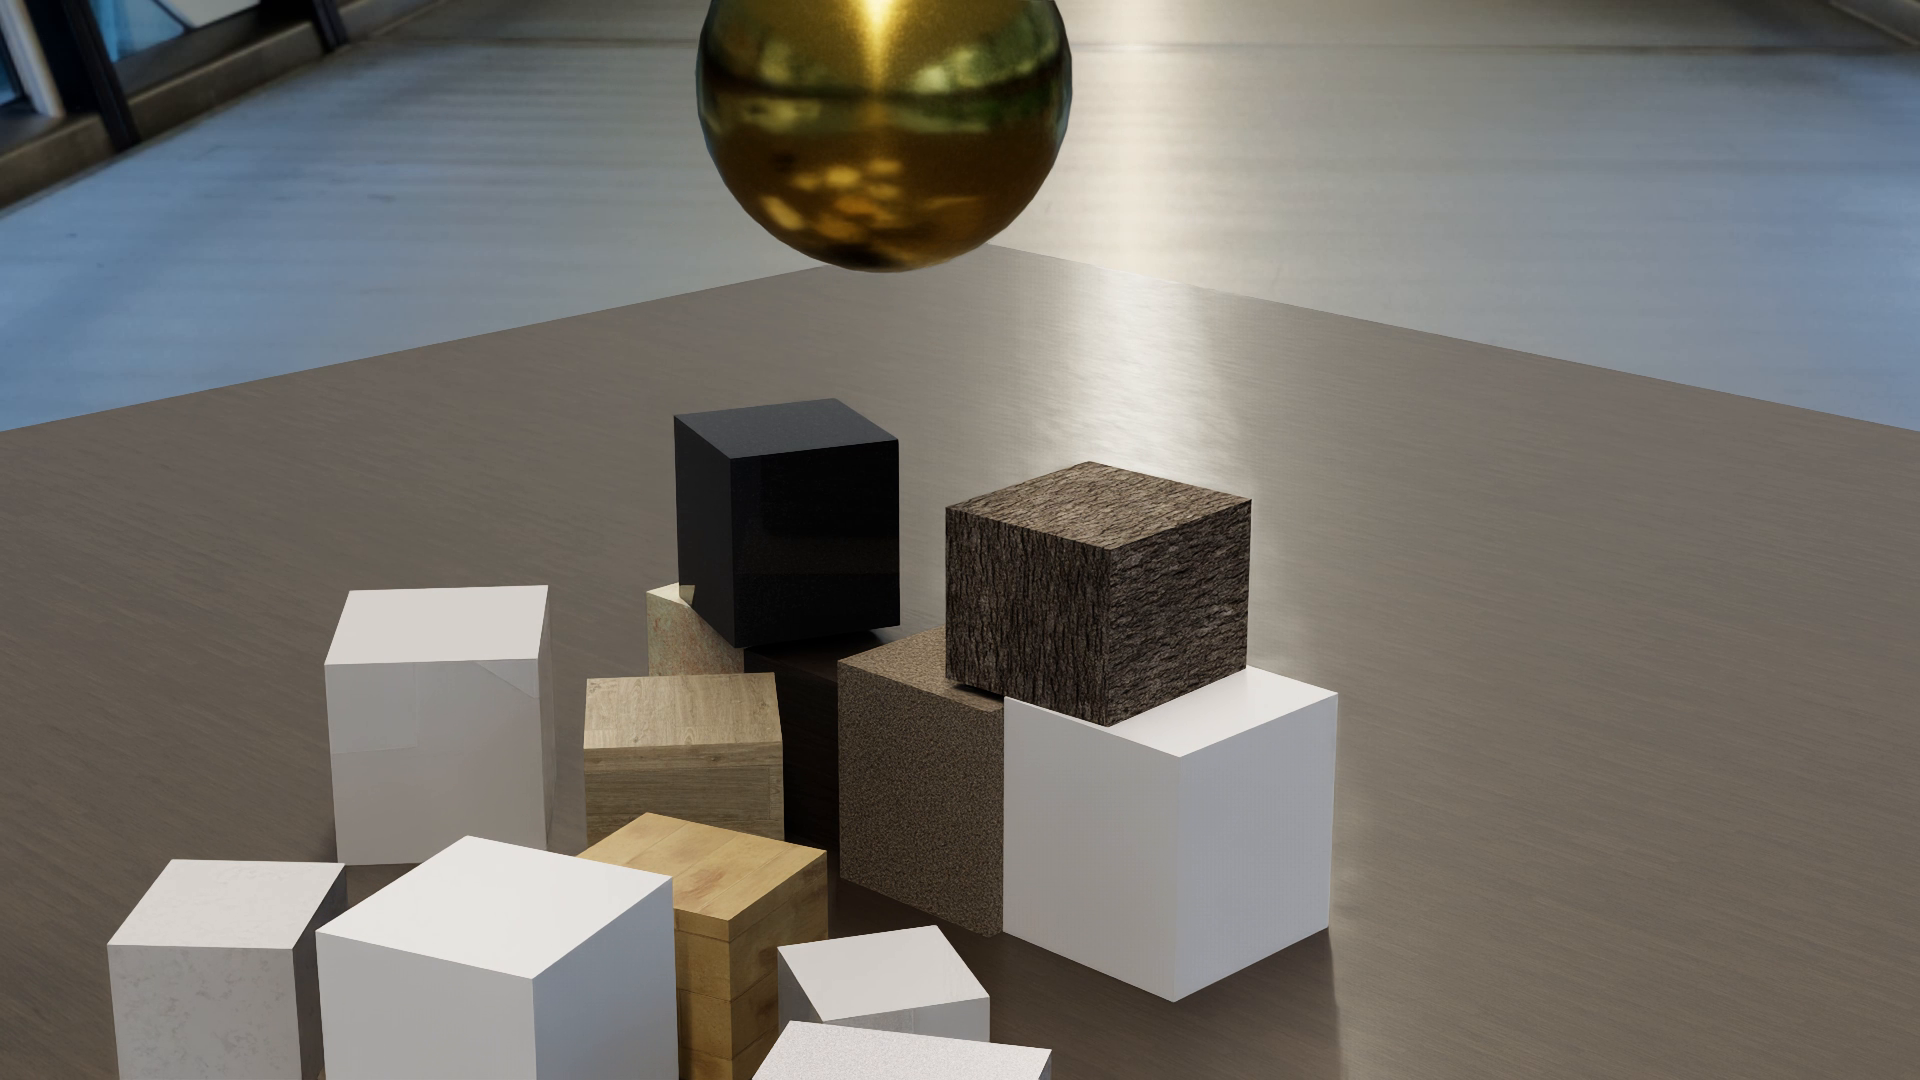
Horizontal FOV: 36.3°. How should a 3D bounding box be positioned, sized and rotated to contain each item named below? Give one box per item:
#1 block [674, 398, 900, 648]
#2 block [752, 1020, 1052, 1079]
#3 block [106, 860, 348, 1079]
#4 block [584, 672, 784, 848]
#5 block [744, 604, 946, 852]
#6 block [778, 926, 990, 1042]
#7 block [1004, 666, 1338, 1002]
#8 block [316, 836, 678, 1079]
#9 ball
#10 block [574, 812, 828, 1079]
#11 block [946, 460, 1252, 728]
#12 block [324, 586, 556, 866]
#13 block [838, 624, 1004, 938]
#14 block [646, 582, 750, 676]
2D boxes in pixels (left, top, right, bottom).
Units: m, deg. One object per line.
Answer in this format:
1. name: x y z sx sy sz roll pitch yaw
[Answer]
1. block: -0.833 -0.097 14.045 0.831 0.919 0.834 -7 19 -22
2. block: -0.247 2.241 9.813 0.930 0.841 0.914 4 18 13
3. block: -2.889 1.746 11.699 0.719 0.653 0.807 1 17 3
4. block: -1.223 1.184 13.037 0.844 0.923 0.865 -2 18 -6
5. block: -0.386 0.904 14.059 0.830 0.846 0.977 17 24 42
6. block: -0.295 1.932 11.107 0.638 0.654 0.654 -6 18 -17
7. block: 0.906 1.188 12.735 0.987 1.097 1.043 17 24 42
8. block: -1.684 1.817 10.835 0.913 1.036 0.950 8 19 24
9. ball: -0.321 -1.933 12.398 1.600 1.600 1.600 0 17 0
10. block: -1.100 1.649 11.875 0.870 0.732 0.752 9 20 26
11. block: 0.598 0.212 12.717 0.908 0.777 0.968 15 23 39
12. block: -2.445 0.864 13.948 0.957 0.988 1.059 -2 18 -5
13. block: 0.143 1.029 13.318 0.936 1.051 1.025 16 24 41
14. block: -0.979 0.695 14.597 0.804 0.922 0.803 -17 24 -42
